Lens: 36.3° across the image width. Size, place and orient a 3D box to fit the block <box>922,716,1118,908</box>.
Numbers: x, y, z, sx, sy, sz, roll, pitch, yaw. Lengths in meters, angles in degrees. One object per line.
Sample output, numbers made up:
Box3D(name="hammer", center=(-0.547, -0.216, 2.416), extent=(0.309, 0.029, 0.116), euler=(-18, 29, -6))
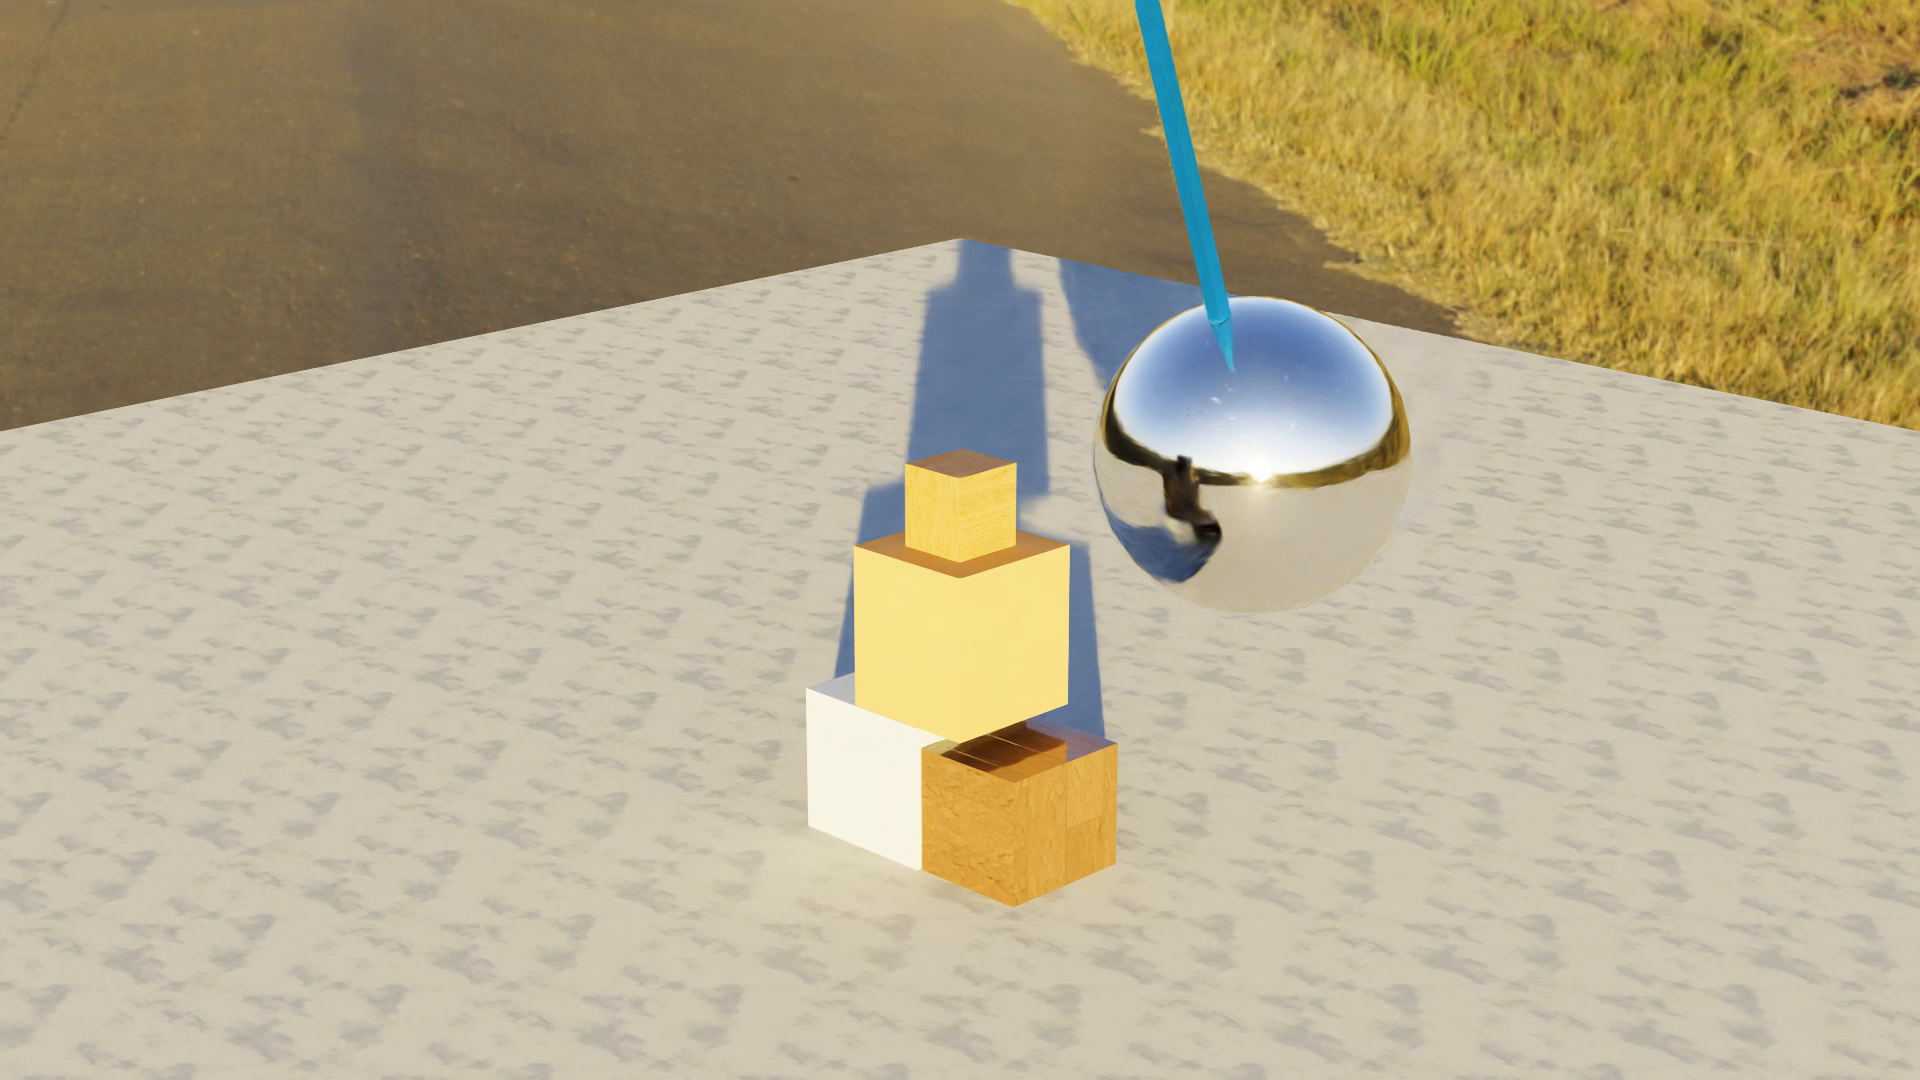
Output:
Box3D(name="block", center=(0.272, 1.223, 13.452), extent=(0.682, 0.600, 0.587), euler=(-17, 24, -42))

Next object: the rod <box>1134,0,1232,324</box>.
Box3D(name="rod", center=(0.636, -3.222, 12.995), extent=(0.080, 5.200, 0.080), euler=(17, 44, 42))

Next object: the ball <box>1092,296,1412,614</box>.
Box3D(name="ball", center=(1.467, -0.428, 14.745), extent=(1.600, 1.600, 1.600), euler=(0, 17, 0))

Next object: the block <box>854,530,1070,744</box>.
Box3D(name="block", center=(0.008, 0.393, 13.473), extent=(0.707, 0.774, 0.684), euler=(-17, 24, -42))

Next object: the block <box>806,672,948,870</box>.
Box3D(name="block", center=(-0.206, 1.033, 13.893), extent=(0.718, 0.698, 0.745), euler=(-17, 24, -42))

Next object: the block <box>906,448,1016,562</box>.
Box3D(name="block", center=(0.004, -0.161, 13.295), extent=(0.364, 0.390, 0.345), euler=(-17, 24, -42))
